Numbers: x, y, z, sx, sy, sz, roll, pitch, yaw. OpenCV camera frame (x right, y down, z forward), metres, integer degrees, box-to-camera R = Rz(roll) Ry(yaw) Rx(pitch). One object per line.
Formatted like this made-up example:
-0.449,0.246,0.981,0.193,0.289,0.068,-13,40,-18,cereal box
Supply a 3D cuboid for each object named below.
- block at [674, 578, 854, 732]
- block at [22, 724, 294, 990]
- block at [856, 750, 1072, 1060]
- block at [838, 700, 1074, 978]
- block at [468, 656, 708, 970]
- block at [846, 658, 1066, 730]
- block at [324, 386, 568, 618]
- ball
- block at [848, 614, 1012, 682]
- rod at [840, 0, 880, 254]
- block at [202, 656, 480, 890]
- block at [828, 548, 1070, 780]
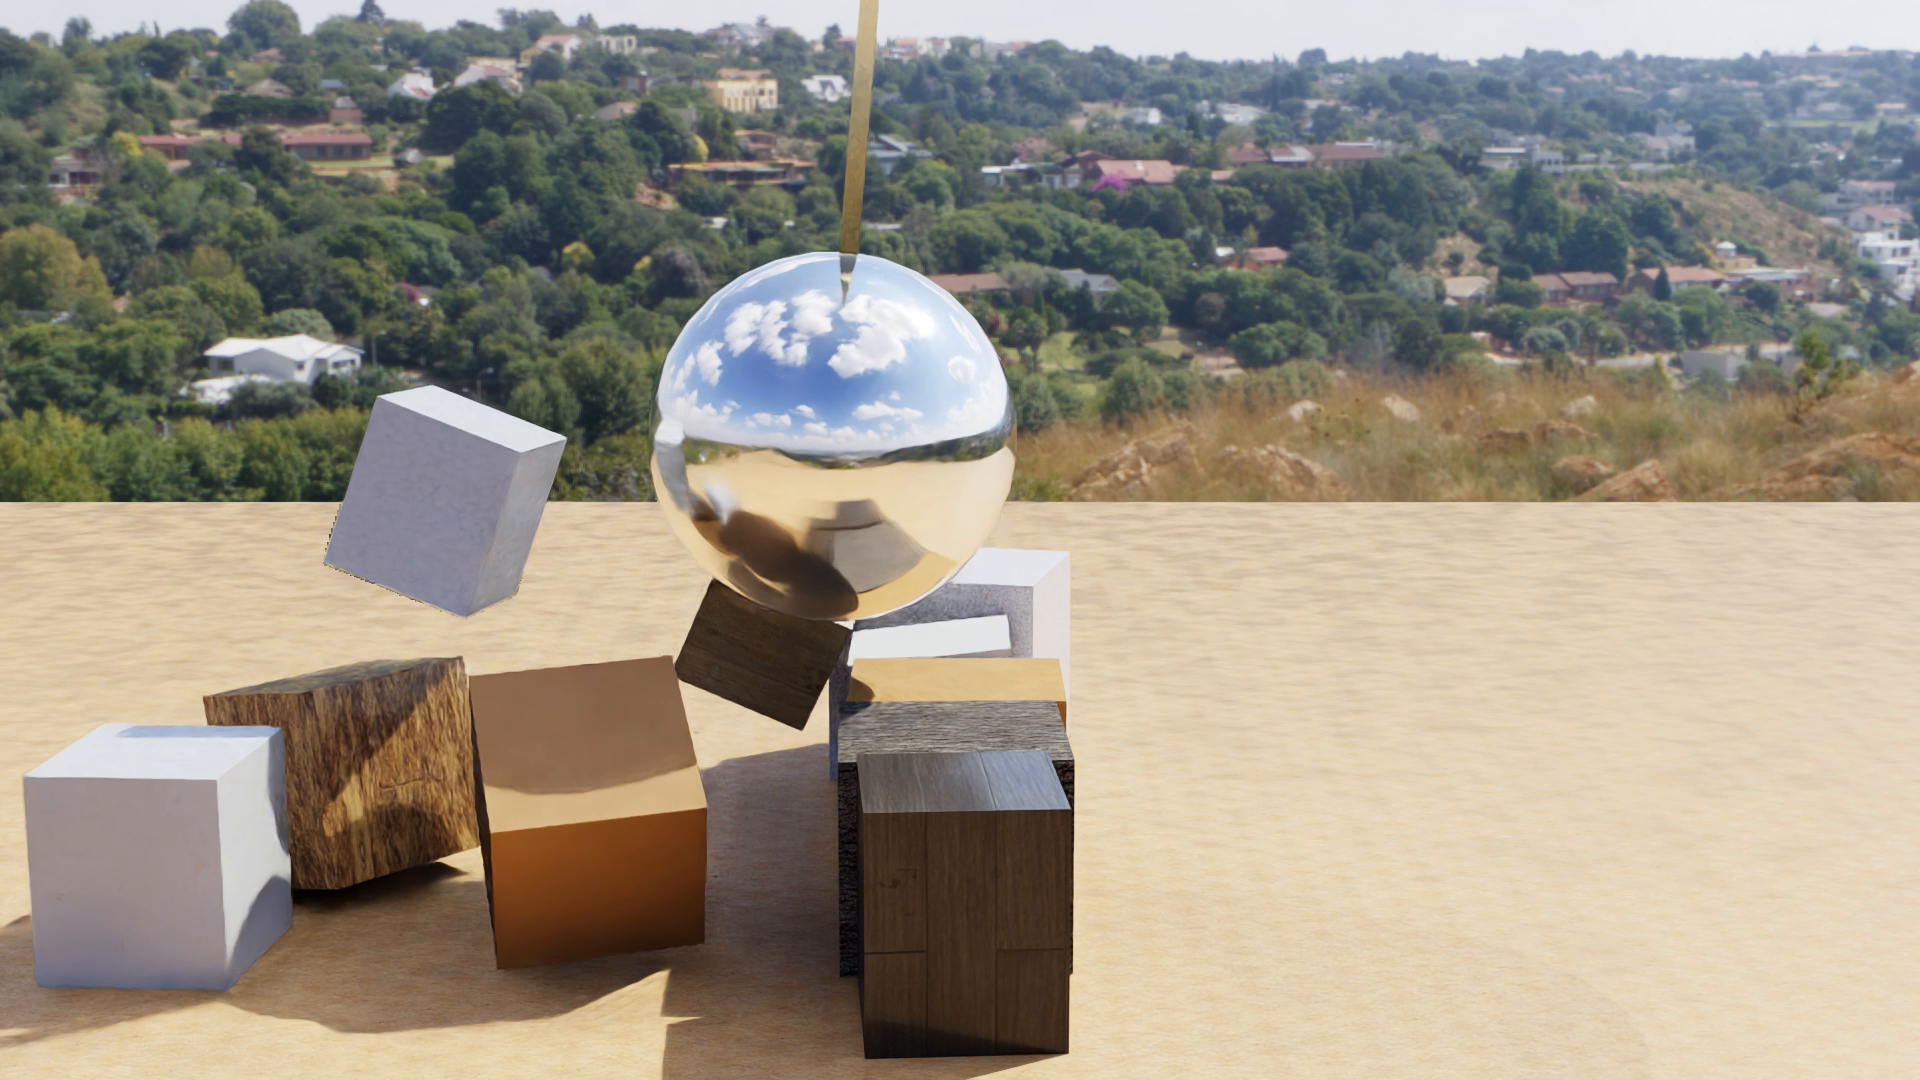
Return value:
-0.876,0.327,12.256,0.682,0.681,0.721,23,35,-5,block
-3.195,1.256,10.291,0.760,0.847,0.806,1,10,3,block
-0.002,1.345,9.596,0.740,0.921,0.802,-1,10,-4,block
-0.033,1.202,10.511,0.921,0.875,0.973,0,10,-2,block
-1.509,1.090,10.362,0.828,0.775,0.889,-5,40,-13,block
-0.015,1.041,11.411,0.937,0.868,0.811,0,10,0,block
-2.230,-0.181,11.184,0.664,0.756,0.671,21,10,5,block
-0.548,-0.445,11.099,1.600,1.600,1.600,0,10,0,ball
-0.098,0.877,12.200,0.753,0.831,0.751,-6,10,1,block
-0.238,-3.776,10.494,0.080,5.200,0.080,5,10,-1,rod
-2.694,1.016,11.307,0.718,0.845,0.867,-4,5,39,block
-0.040,0.635,13.152,1.042,1.045,0.945,2,11,13,block
